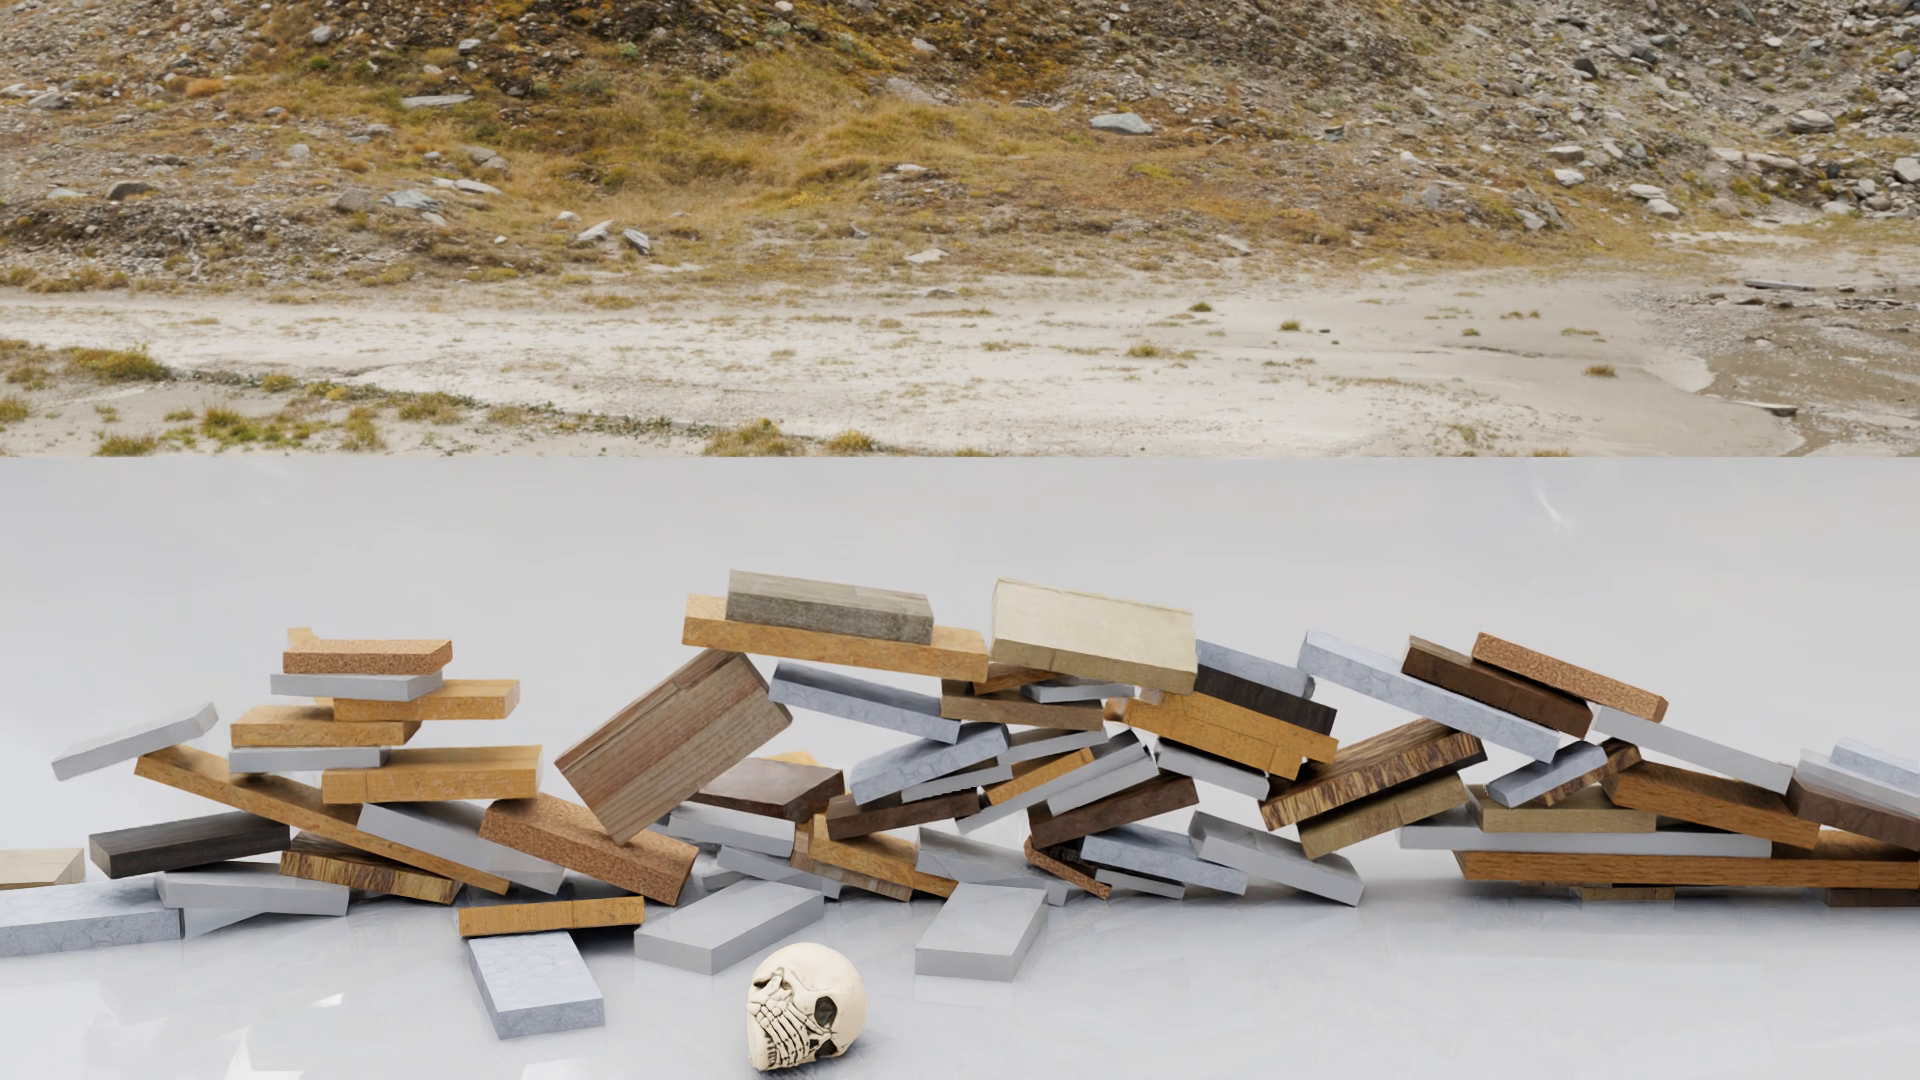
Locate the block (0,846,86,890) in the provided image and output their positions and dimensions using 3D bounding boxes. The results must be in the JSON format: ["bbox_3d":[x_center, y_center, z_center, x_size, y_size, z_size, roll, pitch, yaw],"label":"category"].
[{"bbox_3d":[-1.660,0.568,3.649,0.354,0.050,0.177,-1,11,-7],"label":"block"}]

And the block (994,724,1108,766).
[{"bbox_3d":[0.147,0.332,3.643,0.185,0.026,0.092,-12,9,-4],"label":"block"}]

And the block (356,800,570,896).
[{"bbox_3d":[-0.816,0.491,3.665,0.340,0.048,0.170,19,7,-4],"label":"block"}]

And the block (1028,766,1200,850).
[{"bbox_3d":[0.251,0.435,3.642,0.276,0.039,0.138,-16,10,2],"label":"block"}]

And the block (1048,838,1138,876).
[{"bbox_3d":[0.222,0.522,3.665,0.150,0.021,0.075,13,10,-4],"label":"block"}]

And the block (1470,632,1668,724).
[{"bbox_3d":[1.027,0.235,3.702,0.310,0.044,0.155,21,0,24],"label":"block"}]

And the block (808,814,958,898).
[{"bbox_3d":[-0.128,0.526,3.665,0.251,0.036,0.126,17,9,-6],"label":"block"}]

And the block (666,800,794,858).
[{"bbox_3d":[-0.380,0.479,3.659,0.207,0.029,0.103,12,10,-6],"label":"block"}]

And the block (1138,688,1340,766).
[{"bbox_3d":[0.466,0.307,3.709,0.310,0.044,0.155,19,-6,-8],"label":"block"}]

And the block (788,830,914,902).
[{"bbox_3d":[-0.180,0.543,3.667,0.207,0.029,0.104,18,9,-5],"label":"block"}]

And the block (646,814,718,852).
[{"bbox_3d":[-0.480,0.520,3.967,0.188,0.027,0.094,8,14,35],"label":"block"}]

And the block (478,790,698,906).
[{"bbox_3d":[-0.617,0.506,3.678,0.340,0.048,0.170,20,10,-1],"label":"block"}]

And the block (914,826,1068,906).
[{"bbox_3d":[0.050,0.542,3.656,0.251,0.036,0.126,14,10,-5],"label":"block"}]

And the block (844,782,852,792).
[{"bbox_3d":[-0.192,0.501,4.087,0.081,0.023,0.265,1,11,7],"label":"block"}]

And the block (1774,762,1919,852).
[{"bbox_3d":[1.504,0.450,3.578,0.323,0.046,0.162,16,11,3],"label":"block"}]

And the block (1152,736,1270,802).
[{"bbox_3d":[0.414,0.377,3.629,0.187,0.027,0.094,18,9,-2],"label":"block"}]

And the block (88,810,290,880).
[{"bbox_3d":[-1.248,0.489,3.564,0.282,0.040,0.141,-6,10,-34],"label":"block"}]

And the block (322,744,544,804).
[{"bbox_3d":[-0.870,0.388,3.651,0.340,0.048,0.170,-1,8,-6],"label":"block"}]

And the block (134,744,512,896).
[{"bbox_3d":[-1.040,0.457,3.643,0.627,0.034,0.119,19,7,-5],"label":"block"}]

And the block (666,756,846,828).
[{"bbox_3d":[-0.403,0.446,3.946,0.355,0.050,0.177,4,17,33],"label":"block"}]

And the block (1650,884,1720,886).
[{"bbox_3d":[1.221,0.556,3.675,0.153,0.022,0.076,0,10,-1],"label":"block"}]

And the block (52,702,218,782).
[{"bbox_3d":[-1.346,0.329,3.596,0.239,0.034,0.119,-18,9,-4],"label":"block"}]

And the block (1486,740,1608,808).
[{"bbox_3d":[0.956,0.380,3.584,0.178,0.025,0.089,-24,7,-4],"label":"block"}]

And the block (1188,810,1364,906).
[{"bbox_3d":[0.524,0.528,3.659,0.276,0.039,0.138,18,9,-5],"label":"block"}]

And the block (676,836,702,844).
[{"bbox_3d":[-0.456,0.497,3.936,0.094,0.027,0.188,-5,12,-4],"label":"block"}]

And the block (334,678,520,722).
[{"bbox_3d":[-0.887,0.266,3.671,0.279,0.040,0.140,0,8,-1],"label":"block"}]

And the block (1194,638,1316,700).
[{"bbox_3d":[0.446,0.213,3.799,0.327,0.046,0.163,17,-6,16],"label":"block"}]

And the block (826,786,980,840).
[{"bbox_3d":[-0.093,0.440,3.650,0.251,0.036,0.126,-11,10,2],"label":"block"}]

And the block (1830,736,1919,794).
[{"bbox_3d":[1.548,0.382,3.606,0.222,0.031,0.111,20,12,25],"label":"block"}]

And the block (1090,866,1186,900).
[{"bbox_3d":[0.296,0.562,3.669,0.150,0.021,0.075,13,10,-4],"label":"block"}]

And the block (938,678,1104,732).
[{"bbox_3d":[0.099,0.270,3.632,0.264,0.037,0.132,5,10,-3],"label":"block"}]

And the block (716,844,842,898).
[{"bbox_3d":[-0.300,0.538,3.653,0.207,0.029,0.103,17,9,-8],"label":"block"}]

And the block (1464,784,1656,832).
[{"bbox_3d":[0.992,0.444,3.642,0.280,0.040,0.140,0,10,1],"label":"block"}]

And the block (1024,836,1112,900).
[{"bbox_3d":[0.179,0.545,3.665,0.150,0.021,0.075,27,8,-7],"label":"block"}]

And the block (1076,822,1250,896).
[{"bbox_3d":[0.334,0.519,3.656,0.276,0.039,0.138,13,10,-3],"label":"block"}]

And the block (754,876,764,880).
[{"bbox_3d":[-0.303,0.555,3.732,0.058,0.017,0.117,-1,22,23],"label":"block"}]

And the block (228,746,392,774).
[{"bbox_3d":[-1.069,0.350,3.626,0.239,0.034,0.119,-1,8,-6],"label":"block"}]

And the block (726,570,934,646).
[{"bbox_3d":[-0.216,0.110,3.598,0.331,0.047,0.166,8,11,-7],"label":"block"}]

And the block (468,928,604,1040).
[{"bbox_3d":[-0.627,0.649,3.235,0.149,0.042,0.297,-4,11,-20],"label":"block"}]
